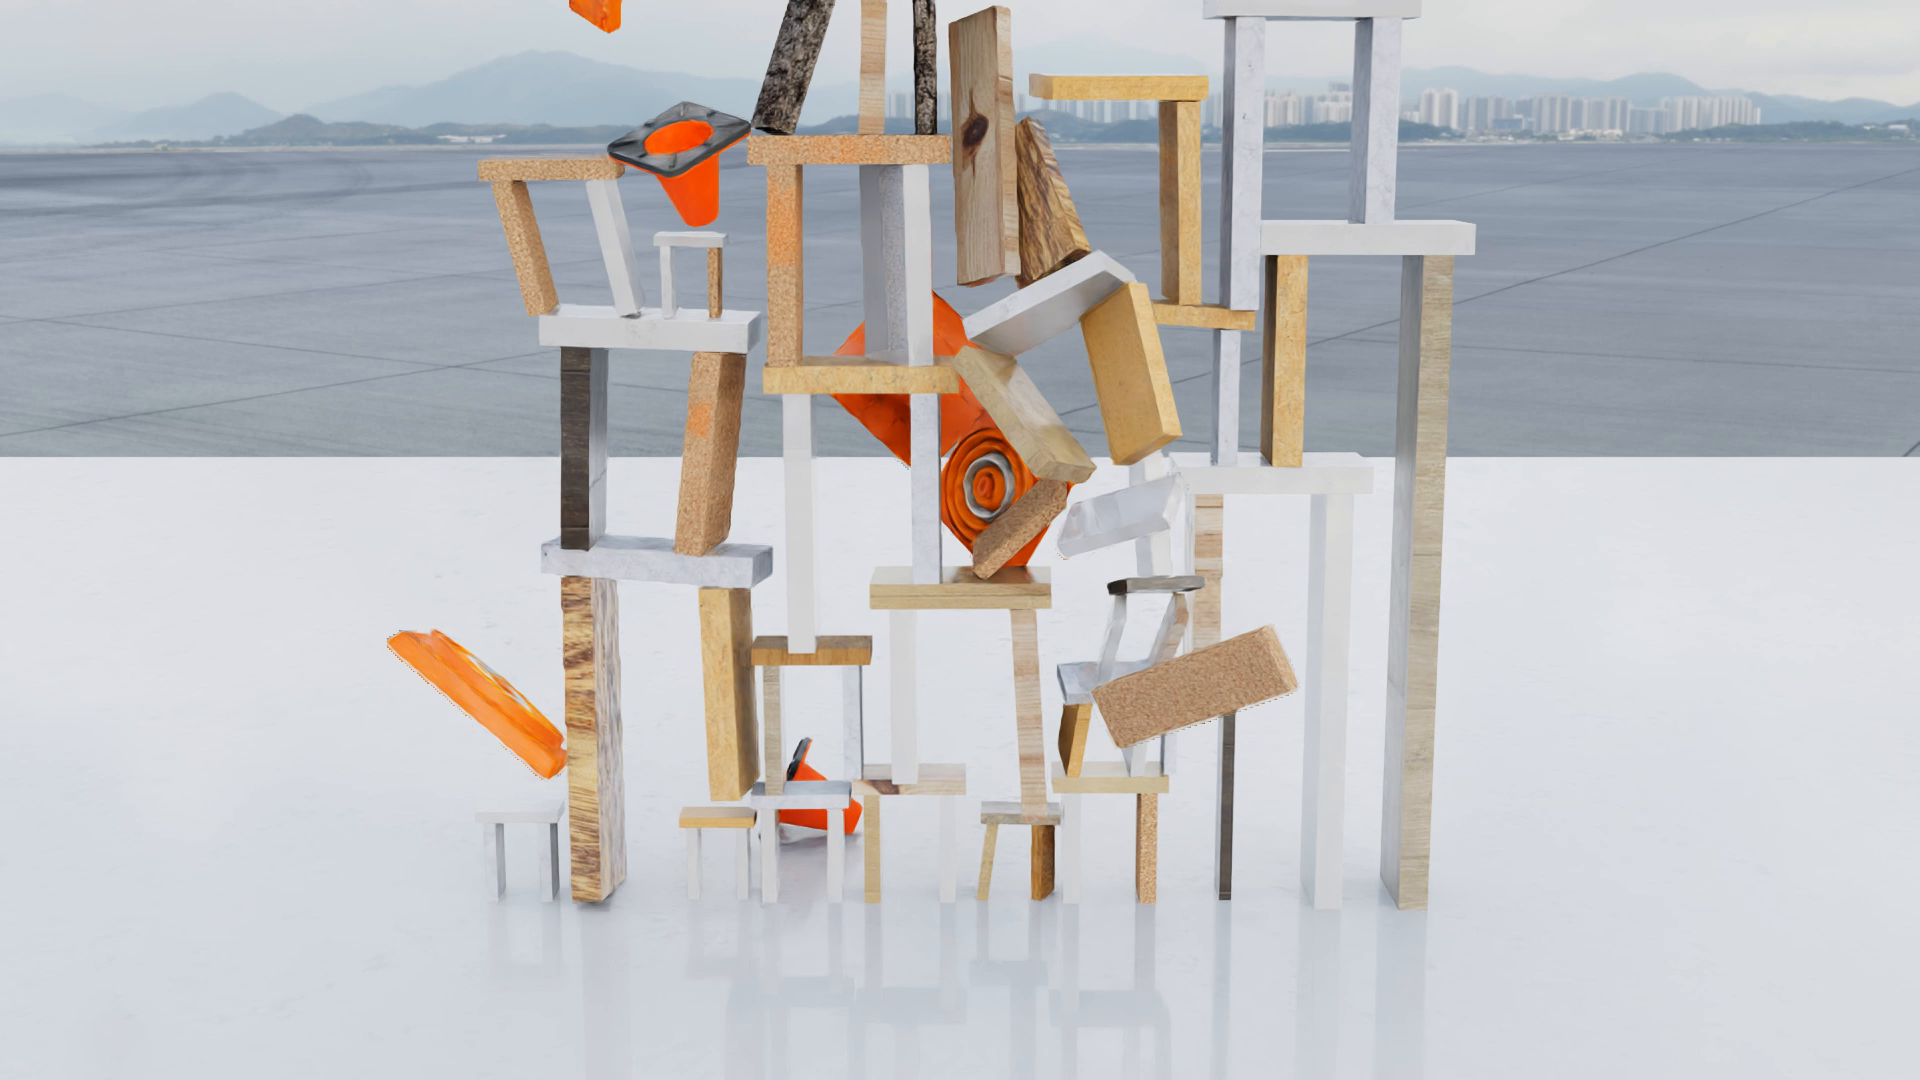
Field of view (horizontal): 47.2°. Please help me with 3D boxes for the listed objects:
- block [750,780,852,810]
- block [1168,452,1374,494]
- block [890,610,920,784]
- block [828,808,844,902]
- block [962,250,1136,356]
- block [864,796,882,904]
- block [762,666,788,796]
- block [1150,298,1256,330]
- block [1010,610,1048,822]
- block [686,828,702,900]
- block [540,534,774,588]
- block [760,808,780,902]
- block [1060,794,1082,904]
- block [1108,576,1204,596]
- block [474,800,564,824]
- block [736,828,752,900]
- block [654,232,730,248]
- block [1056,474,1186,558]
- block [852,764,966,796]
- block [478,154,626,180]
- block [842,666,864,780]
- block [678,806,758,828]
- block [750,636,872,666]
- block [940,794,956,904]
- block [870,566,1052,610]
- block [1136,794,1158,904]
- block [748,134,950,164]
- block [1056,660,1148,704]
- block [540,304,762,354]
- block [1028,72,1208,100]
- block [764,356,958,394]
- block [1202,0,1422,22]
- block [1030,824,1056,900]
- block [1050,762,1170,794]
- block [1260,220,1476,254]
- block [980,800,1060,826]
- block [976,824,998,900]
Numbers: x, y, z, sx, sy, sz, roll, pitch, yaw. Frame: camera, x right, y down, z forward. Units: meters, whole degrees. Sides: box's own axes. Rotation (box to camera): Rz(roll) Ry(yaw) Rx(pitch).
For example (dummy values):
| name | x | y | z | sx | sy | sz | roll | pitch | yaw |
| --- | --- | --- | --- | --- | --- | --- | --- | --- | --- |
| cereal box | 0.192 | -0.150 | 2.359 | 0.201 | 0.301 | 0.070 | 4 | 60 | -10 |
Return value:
| name | x | y | z | sx | sy | sz | roll | pitch | yaw |
| --- | --- | --- | --- | --- | --- | --- | --- | --- | --- |
| block | -0.261 | 0.421 | 3.632 | 0.161 | 0.023 | 0.081 | -1 | 11 | 0 |
| block | 0.497 | -0.108 | 3.542 | 0.310 | 0.044 | 0.155 | 0 | 11 | 0 |
| block | -0.090 | 0.239 | 3.602 | 0.041 | 0.290 | 0.145 | -1 | 11 | 0 |
| block | -0.206 | 0.511 | 3.650 | 0.023 | 0.161 | 0.081 | 0 | 11 | 0 |
| block | 0.141 | -0.360 | 3.402 | 0.248 | 0.035 | 0.124 | -25 | -23 | 23 |
| block | -0.144 | 0.499 | 3.652 | 0.026 | 0.185 | 0.093 | 0 | 11 | 0 |
| block | -0.304 | 0.301 | 3.614 | 0.027 | 0.219 | 0.096 | 0 | 11 | 0 |
| block | 0.353 | -0.360 | 3.484 | 0.214 | 0.030 | 0.107 | 4 | 11 | -2 |
| block | 0.113 | 0.270 | 3.601 | 0.041 | 0.351 | 0.145 | -3 | 11 | 2 |
| block | -0.442 | 0.529 | 3.660 | 0.017 | 0.123 | 0.062 | 0 | 11 | 0 |
| block | -0.495 | 0.032 | 3.616 | 0.347 | 0.049 | 0.173 | 4 | 7 | 6 |
| block | -0.314 | 0.511 | 3.650 | 0.023 | 0.161 | 0.081 | 0 | 11 | 0 |
| block | 0.184 | 0.497 | 3.650 | 0.027 | 0.189 | 0.095 | 0 | 10 | 0 |
| block | 0.307 | 0.071 | 3.443 | 0.135 | 0.019 | 0.068 | -2 | -7 | -22 |
| block | -0.728 | 0.449 | 3.638 | 0.135 | 0.019 | 0.068 | 0 | 11 | 0 |
| block | -0.359 | 0.529 | 3.660 | 0.017 | 0.123 | 0.062 | 0 | 11 | 0 |
| block | -0.423 | -0.474 | 3.468 | 0.111 | 0.016 | 0.055 | 2 | 15 | 4 |
| block | 0.240 | -0.036 | 3.286 | 0.190 | 0.027 | 0.095 | -16 | 34 | 34 |
| block | -0.082 | 0.395 | 3.632 | 0.185 | 0.026 | 0.093 | 0 | 11 | 0 |
| block | -0.638 | -0.584 | 3.446 | 0.212 | 0.030 | 0.106 | -1 | 15 | -1 |
| block | -0.175 | 0.287 | 3.611 | 0.027 | 0.192 | 0.096 | -1 | 11 | 1 |
| block | -0.401 | 0.460 | 3.647 | 0.123 | 0.017 | 0.062 | 0 | 11 | 0 |
| block | -0.241 | 0.180 | 3.591 | 0.192 | 0.027 | 0.096 | 0 | 11 | 0 |
| block | -0.020 | 0.499 | 3.653 | 0.026 | 0.185 | 0.093 | 0 | 11 | 0 |
| block | 0.004 | 0.076 | 3.567 | 0.290 | 0.041 | 0.145 | 0 | 11 | 2 |
| block | 0.309 | 0.497 | 3.650 | 0.027 | 0.189 | 0.094 | 0 | 11 | 0 |
| block | -0.170 | -0.610 | 3.434 | 0.310 | 0.044 | 0.155 | 0 | 11 | 0 |
| block | 0.239 | 0.227 | 3.509 | 0.157 | 0.022 | 0.079 | -1 | 35 | -10 |
| block | -0.490 | -0.338 | 3.509 | 0.327 | 0.046 | 0.163 | 2 | 13 | 2 |
| block | 0.241 | -0.695 | 3.367 | 0.248 | 0.035 | 0.124 | -3 | 15 | -15 |
| block | -0.155 | -0.264 | 3.505 | 0.304 | 0.043 | 0.152 | 0 | 11 | 0 |
| block | 0.541 | -0.828 | 3.396 | 0.310 | 0.044 | 0.155 | 0 | 11 | -2 |
| block | 0.138 | 0.526 | 3.655 | 0.019 | 0.131 | 0.066 | 4 | 12 | 21 |
| block | 0.246 | 0.391 | 3.630 | 0.189 | 0.027 | 0.094 | 0 | 11 | 0 |
| block | 0.630 | -0.479 | 3.474 | 0.331 | 0.047 | 0.166 | 0 | 11 | 0 |
| block | 0.100 | 0.452 | 3.638 | 0.131 | 0.019 | 0.066 | 1 | 11 | 1 |
| block | 0.046 | 0.525 | 3.657 | 0.019 | 0.131 | 0.066 | 8 | 11 | 0 |
